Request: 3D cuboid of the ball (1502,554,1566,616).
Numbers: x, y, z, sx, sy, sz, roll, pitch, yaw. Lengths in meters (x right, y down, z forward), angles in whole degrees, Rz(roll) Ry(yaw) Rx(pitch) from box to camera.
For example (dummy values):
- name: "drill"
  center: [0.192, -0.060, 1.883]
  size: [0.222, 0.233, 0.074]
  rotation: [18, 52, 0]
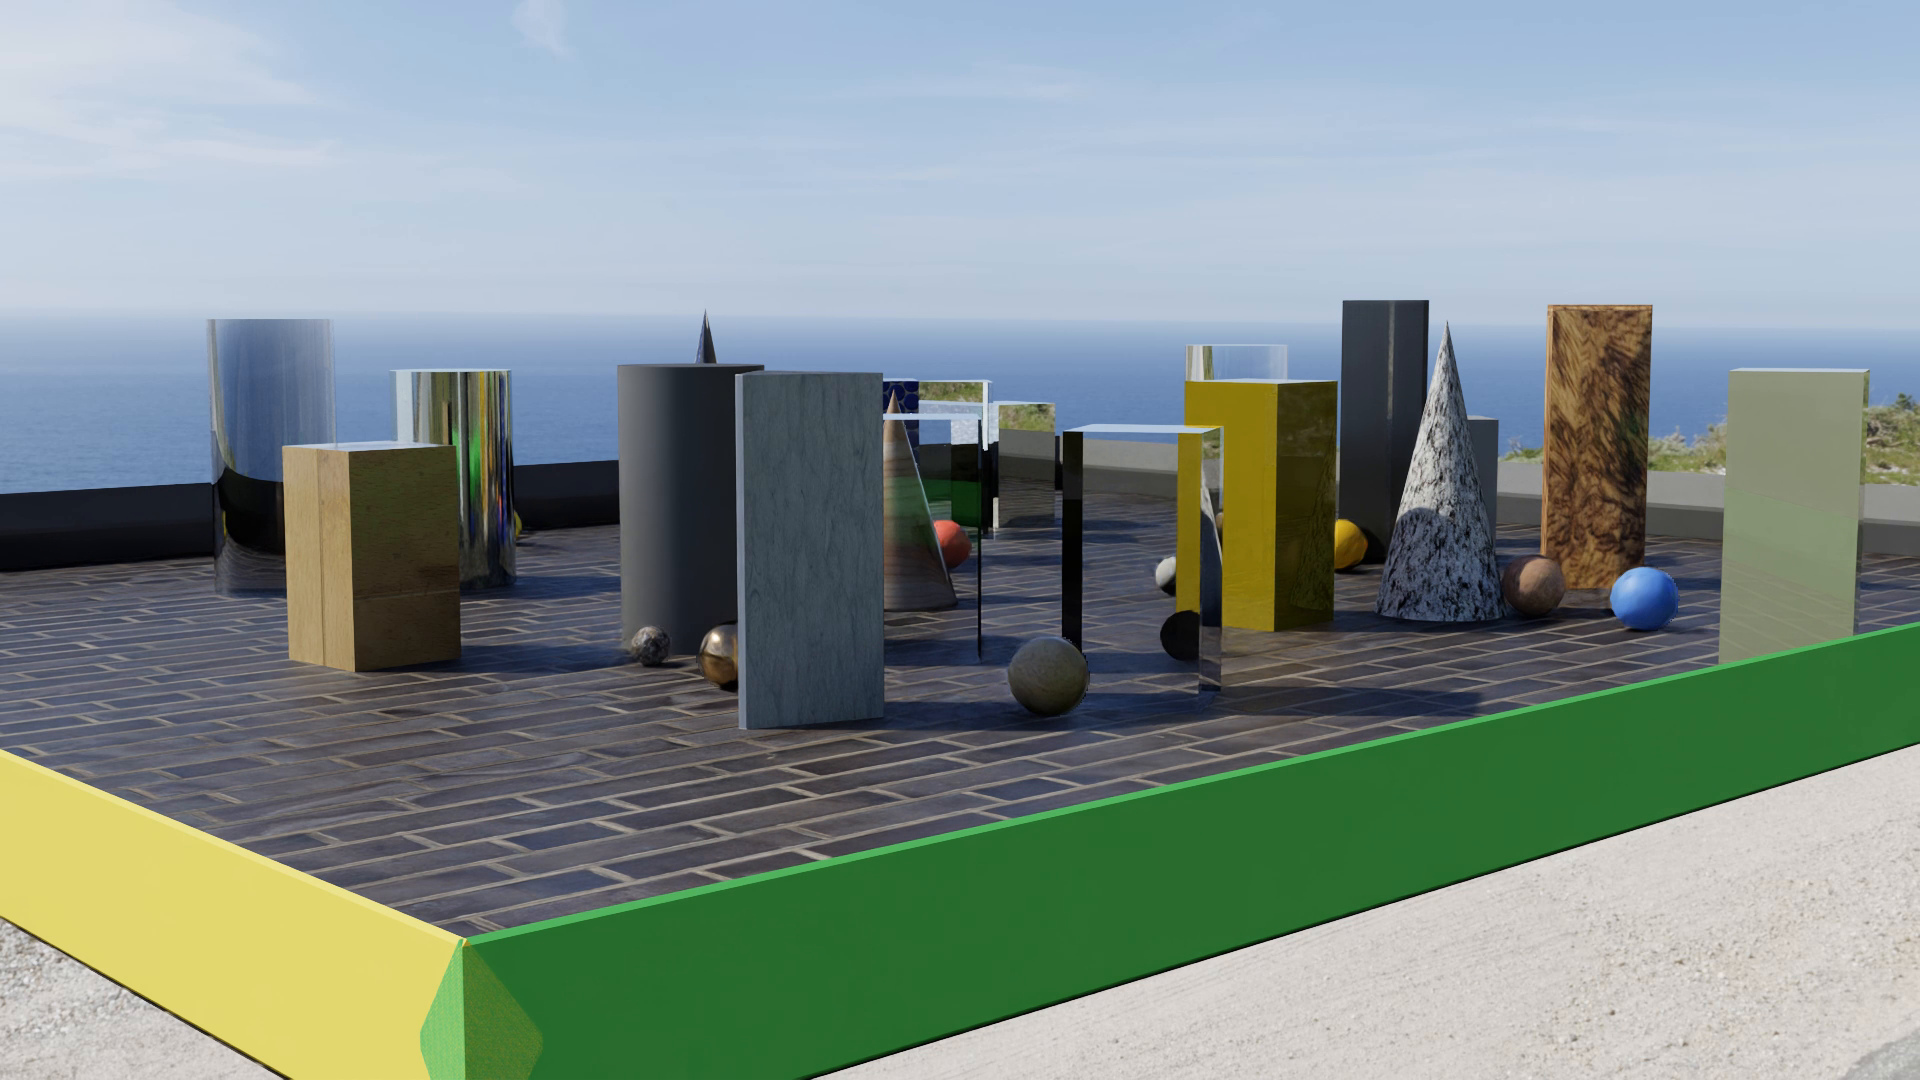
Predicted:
- name: "ball"
  center: [0.837, 0.065, 3.205]
  size: [0.090, 0.090, 0.090]
  rotation: [0, 6, 0]

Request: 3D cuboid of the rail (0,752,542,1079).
- name: "rail"
  center: [-1.229, 0.151, 2.205]
  size: [0.045, 0.125, 2.933]
  rotation: [-6, 8, -42]

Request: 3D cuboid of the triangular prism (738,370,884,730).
- name: "triangular prism"
  center: [-0.190, 0.003, 2.421]
  size: [0.167, 0.376, 0.145]
  rotation: [-3, 7, -27]

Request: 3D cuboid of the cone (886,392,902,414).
- name: "cone"
  center: [-0.101, -0.070, 3.368]
  size: [0.193, 0.324, 0.193]
  rotation: [0, 6, 0]

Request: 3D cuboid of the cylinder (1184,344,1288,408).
- name: "cylinder"
  center: [0.519, -0.178, 4.142]
  size: [0.193, 0.377, 0.193]
  rotation: [0, 6, 0]

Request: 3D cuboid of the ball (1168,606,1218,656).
- name: "ball"
  center: [0.300, 0.117, 2.833]
  size: [0.065, 0.065, 0.065]
  rotation: [0, 6, 0]

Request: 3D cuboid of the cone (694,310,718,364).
- name: "cone"
  center: [-0.402, -0.145, 3.501]
  size: [0.193, 0.446, 0.193]
  rotation: [0, 6, 0]

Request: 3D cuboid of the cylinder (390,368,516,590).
- name: "cylinder"
  center: [-0.821, -0.102, 3.563]
  size: [0.193, 0.346, 0.193]
  rotation: [0, 6, 0]

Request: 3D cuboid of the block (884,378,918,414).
- name: "block"
  center: [-0.155, -0.124, 3.899]
  size: [0.154, 0.320, 0.154]
  rotation: [0, 6, -5]

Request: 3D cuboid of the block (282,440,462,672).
- name: "block"
  center: [-0.748, 0.016, 2.800]
  size: [0.154, 0.272, 0.154]
  rotation: [6, 8, 43]

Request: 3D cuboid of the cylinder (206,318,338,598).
- name: "cylinder"
  center: [-1.082, -0.134, 3.471]
  size: [0.193, 0.429, 0.193]
  rotation: [0, 6, 0]

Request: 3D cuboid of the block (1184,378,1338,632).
- name: "block"
  center: [0.428, -0.055, 3.134]
  size: [0.154, 0.343, 0.154]
  rotation: [5, 8, 41]

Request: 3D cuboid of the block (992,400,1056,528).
- name: "block"
  center: [0.089, -0.161, 4.586]
  size: [0.154, 0.250, 0.154]
  rotation: [-5, 8, -39]

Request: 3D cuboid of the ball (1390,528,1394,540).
- name: "ball"
  center: [0.827, -0.008, 4.115]
  size: [0.045, 0.045, 0.045]
  rotation: [0, 6, 0]

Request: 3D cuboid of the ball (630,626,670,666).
- name: "ball"
  center: [-0.388, 0.133, 2.758]
  size: [0.049, 0.049, 0.049]
  rotation: [0, 6, 0]

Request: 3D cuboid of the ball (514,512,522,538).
- name: "ball"
  center: [-0.866, -0.027, 4.154]
  size: [0.073, 0.073, 0.073]
  rotation: [0, 6, 0]

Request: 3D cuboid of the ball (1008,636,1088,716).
- name: "ball"
  center: [0.096, 0.149, 2.415]
  size: [0.087, 0.087, 0.087]
  rotation: [0, 6, 0]

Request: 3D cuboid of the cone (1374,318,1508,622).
- name: "cone"
  center: [0.708, -0.108, 3.219]
  size: [0.193, 0.431, 0.193]
  rotation: [0, 6, 0]

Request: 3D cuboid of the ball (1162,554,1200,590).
- name: "ball"
  center: [0.349, 0.051, 3.486]
  size: [0.059, 0.059, 0.059]
  rotation: [0, 6, 0]

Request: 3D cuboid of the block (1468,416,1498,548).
- name: "block"
  center: [0.927, -0.114, 4.187]
  size: [0.154, 0.239, 0.154]
  rotation: [0, 6, 0]

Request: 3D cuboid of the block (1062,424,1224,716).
- name: "block"
  center: [0.209, 0.028, 2.498]
  size: [0.154, 0.310, 0.154]
  rotation: [2, 6, 16]

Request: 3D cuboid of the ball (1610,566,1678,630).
- name: "ball"
  center: [0.950, 0.081, 3.055]
  size: [0.088, 0.088, 0.088]
  rotation: [0, 6, 0]

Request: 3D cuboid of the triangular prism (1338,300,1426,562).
- name: "triangular prism"
  center: [0.786, -0.195, 3.910]
  size: [0.167, 0.460, 0.145]
  rotation: [5, 8, 40]

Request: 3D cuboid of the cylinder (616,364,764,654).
- name: "cylinder"
  center: [-0.354, -0.046, 2.916]
  size: [0.193, 0.371, 0.193]
  rotation: [0, 6, 0]

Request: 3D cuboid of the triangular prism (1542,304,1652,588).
- name: "triangular prism"
  center: [1.006, -0.154, 3.563]
  size: [0.167, 0.451, 0.145]
  rotation: [-1, 6, -5]

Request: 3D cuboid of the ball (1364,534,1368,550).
- name: "ball"
  center: [0.685, 0.007, 3.873]
  size: [0.065, 0.065, 0.065]
  rotation: [0, 6, 0]

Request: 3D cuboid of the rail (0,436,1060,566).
- name: "rail"
  center: [-0.979, -0.078, 4.387]
  size: [3.391, 0.125, 0.045]
  rotation: [-6, 8, -42]

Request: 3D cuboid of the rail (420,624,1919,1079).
- name: "rail"
  center: [0.979, 0.143, 2.277]
  size: [3.391, 0.125, 0.045]
  rotation: [-6, 8, -42]

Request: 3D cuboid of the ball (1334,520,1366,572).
- name: "ball"
  center: [0.646, 0.010, 3.734]
  size: [0.088, 0.088, 0.088]
  rotation: [0, 6, 0]

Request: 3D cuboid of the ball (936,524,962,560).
- name: "ball"
  center: [-0.028, 0.003, 3.809]
  size: [0.065, 0.065, 0.065]
  rotation: [0, 6, 0]

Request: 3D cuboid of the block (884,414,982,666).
- name: "block"
  center: [-0.053, -0.004, 2.817]
  size: [0.154, 0.308, 0.154]
  rotation: [0, 6, -2]

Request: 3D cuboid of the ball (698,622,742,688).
- name: "ball"
  center: [-0.268, 0.135, 2.591]
  size: [0.079, 0.079, 0.079]
  rotation: [0, 6, 0]

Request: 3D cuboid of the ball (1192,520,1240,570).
- name: "ball"
  center: [0.440, 0.008, 3.773]
  size: [0.084, 0.084, 0.084]
  rotation: [0, 6, 0]

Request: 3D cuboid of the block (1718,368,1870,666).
- name: "block"
  center: [1.050, -0.029, 2.767]
  size: [0.154, 0.369, 0.154]
  rotation: [3, 7, 24]

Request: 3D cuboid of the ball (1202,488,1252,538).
- name: "ball"
  center: [0.522, -0.054, 4.302]
  size: [0.097, 0.097, 0.097]
  rotation: [0, 6, 0]

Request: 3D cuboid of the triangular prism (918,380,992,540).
- name: "triangular prism"
  center: [0.018, -0.163, 4.348]
  size: [0.167, 0.304, 0.145]
  rotation: [3, 7, 27]

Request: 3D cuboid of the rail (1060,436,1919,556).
- name: "rail"
  center: [1.229, -0.086, 4.459]
  size: [0.045, 0.125, 2.933]
  rotation: [-6, 8, -42]
